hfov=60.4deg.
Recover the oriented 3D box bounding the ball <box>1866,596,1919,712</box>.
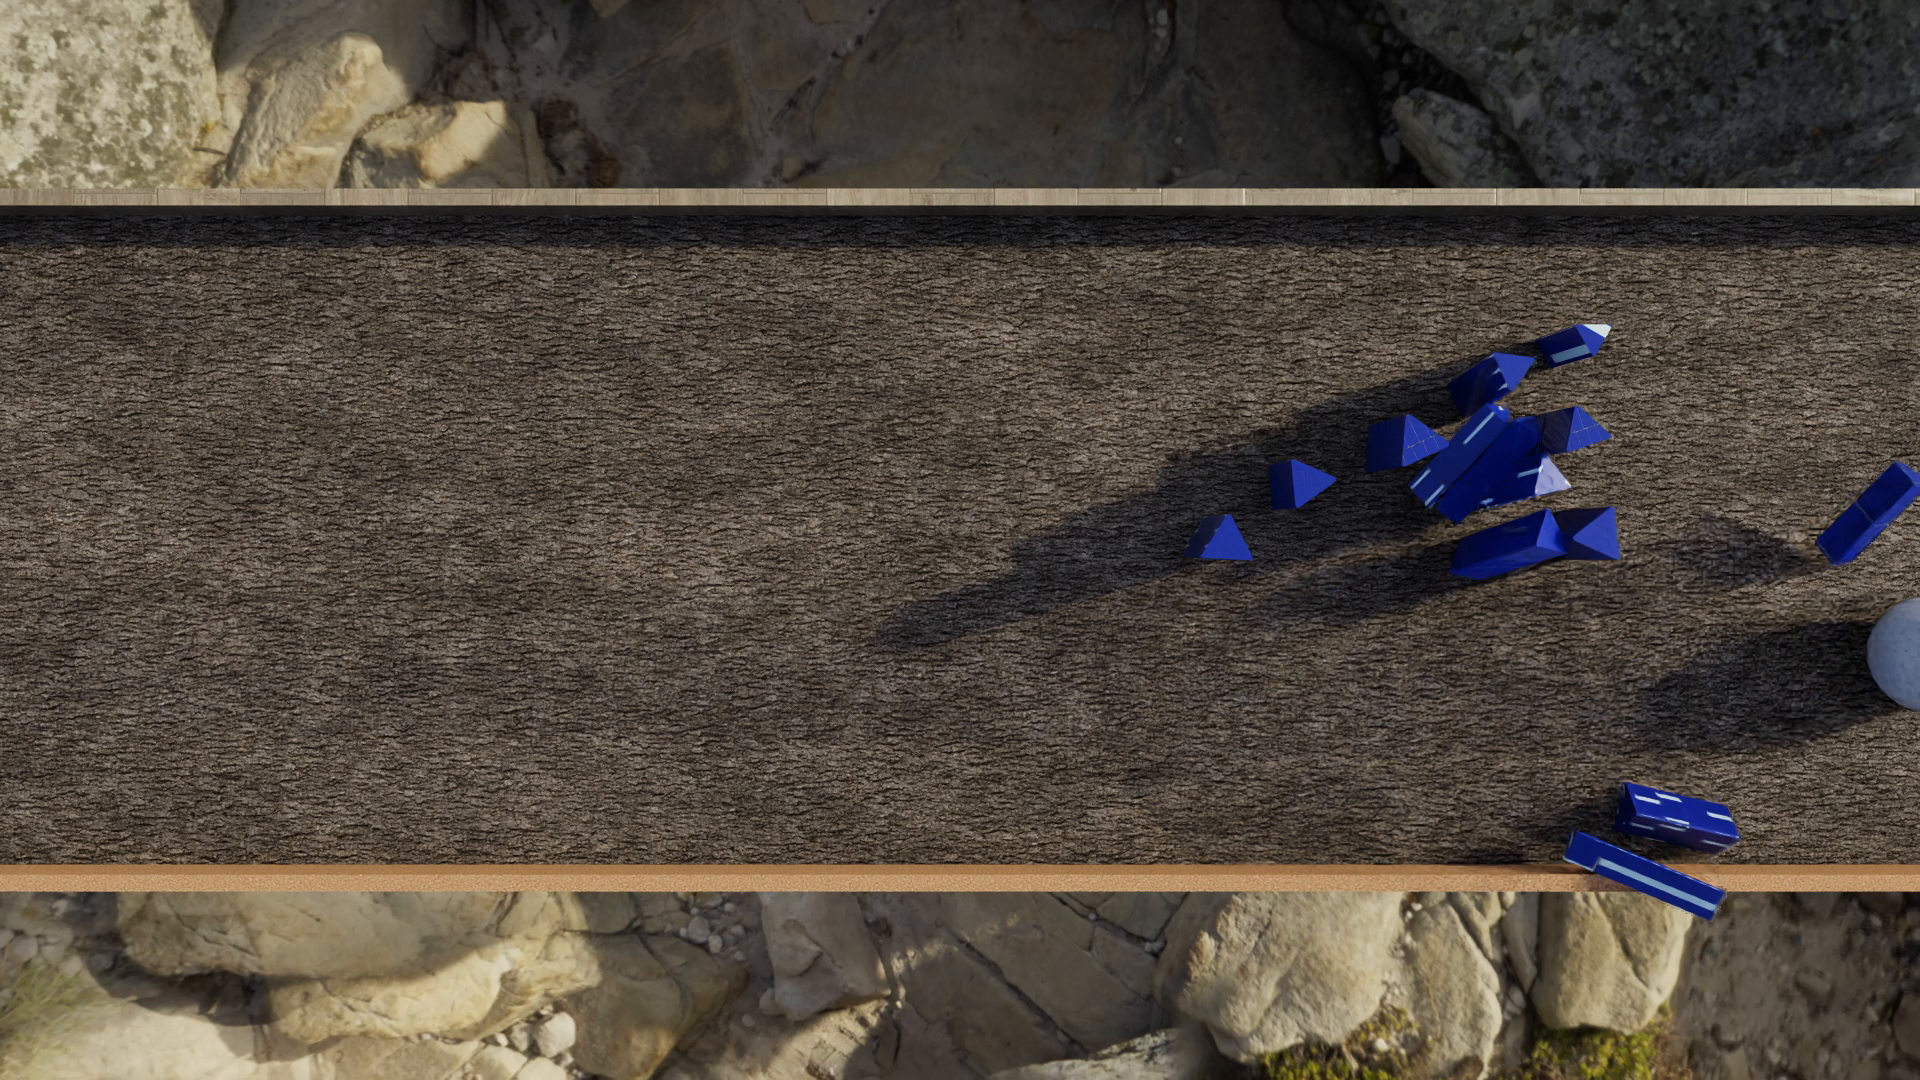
[{"bbox_3d":[2.895,0.339,4.899,0.354,0.354,0.354,0,90,0],"label":"ball"}]

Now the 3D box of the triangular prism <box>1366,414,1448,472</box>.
[{"bbox_3d":[1.290,-0.297,4.866,0.148,0.420,0.128,-25,90,0],"label":"triangular prism"}]

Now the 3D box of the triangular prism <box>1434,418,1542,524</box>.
[{"bbox_3d":[1.579,-0.201,4.906,0.091,0.390,0.079,-7,54,-38],"label":"triangular prism"}]

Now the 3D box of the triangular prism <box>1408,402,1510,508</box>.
[{"bbox_3d":[1.499,-0.244,4.920,0.096,0.083,0.361,14,132,-27],"label":"triangular prism"}]

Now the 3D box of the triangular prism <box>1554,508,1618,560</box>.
[{"bbox_3d":[1.844,-0.033,4.917,0.151,0.313,0.131,24,87,-5],"label":"triangular prism"}]

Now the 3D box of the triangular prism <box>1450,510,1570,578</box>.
[{"bbox_3d":[1.630,0.009,4.920,0.139,0.332,0.121,9,71,-29],"label":"triangular prism"}]

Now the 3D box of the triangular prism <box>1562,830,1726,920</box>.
[{"bbox_3d":[2.029,0.971,4.886,0.436,0.094,0.109,22,59,14],"label":"triangular prism"}]

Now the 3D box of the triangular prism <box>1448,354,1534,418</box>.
[{"bbox_3d":[1.547,-0.473,4.873,0.103,0.402,0.119,37,83,3],"label":"triangular prism"}]

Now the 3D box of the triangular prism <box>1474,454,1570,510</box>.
[{"bbox_3d":[1.633,-0.173,4.896,0.129,0.345,0.112,-10,86,-20],"label":"triangular prism"}]

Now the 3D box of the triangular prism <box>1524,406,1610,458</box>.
[{"bbox_3d":[1.761,-0.325,4.869,0.131,0.414,0.114,-19,90,0],"label":"triangular prism"}]

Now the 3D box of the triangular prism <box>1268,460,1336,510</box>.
[{"bbox_3d":[0.985,-0.182,4.898,0.139,0.356,0.120,-36,90,0],"label":"triangular prism"}]

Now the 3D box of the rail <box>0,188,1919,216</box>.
[{"bbox_3d":[-2.247,-1.025,5.002,12.000,0.150,0.050,0,90,0],"label":"rail"}]

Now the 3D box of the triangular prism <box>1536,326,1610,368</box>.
[{"bbox_3d":[1.834,-0.595,4.908,0.088,0.337,0.102,-30,90,0],"label":"triangular prism"}]

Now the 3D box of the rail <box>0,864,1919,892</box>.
[{"bbox_3d":[-2.247,1.025,5.001,12.000,0.150,0.050,0,90,0],"label":"rail"}]

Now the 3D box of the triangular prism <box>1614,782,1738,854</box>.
[{"bbox_3d":[2.180,0.855,5.008,0.315,0.131,0.151,13,90,0],"label":"triangular prism"}]

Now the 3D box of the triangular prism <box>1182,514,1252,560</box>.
[{"bbox_3d":[0.755,-0.011,4.861,0.143,0.431,0.124,3,90,0],"label":"triangular prism"}]

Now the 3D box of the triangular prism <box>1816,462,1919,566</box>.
[{"bbox_3d":[2.718,-0.062,4.916,0.111,0.096,0.332,35,123,6],"label":"triangular prism"}]
